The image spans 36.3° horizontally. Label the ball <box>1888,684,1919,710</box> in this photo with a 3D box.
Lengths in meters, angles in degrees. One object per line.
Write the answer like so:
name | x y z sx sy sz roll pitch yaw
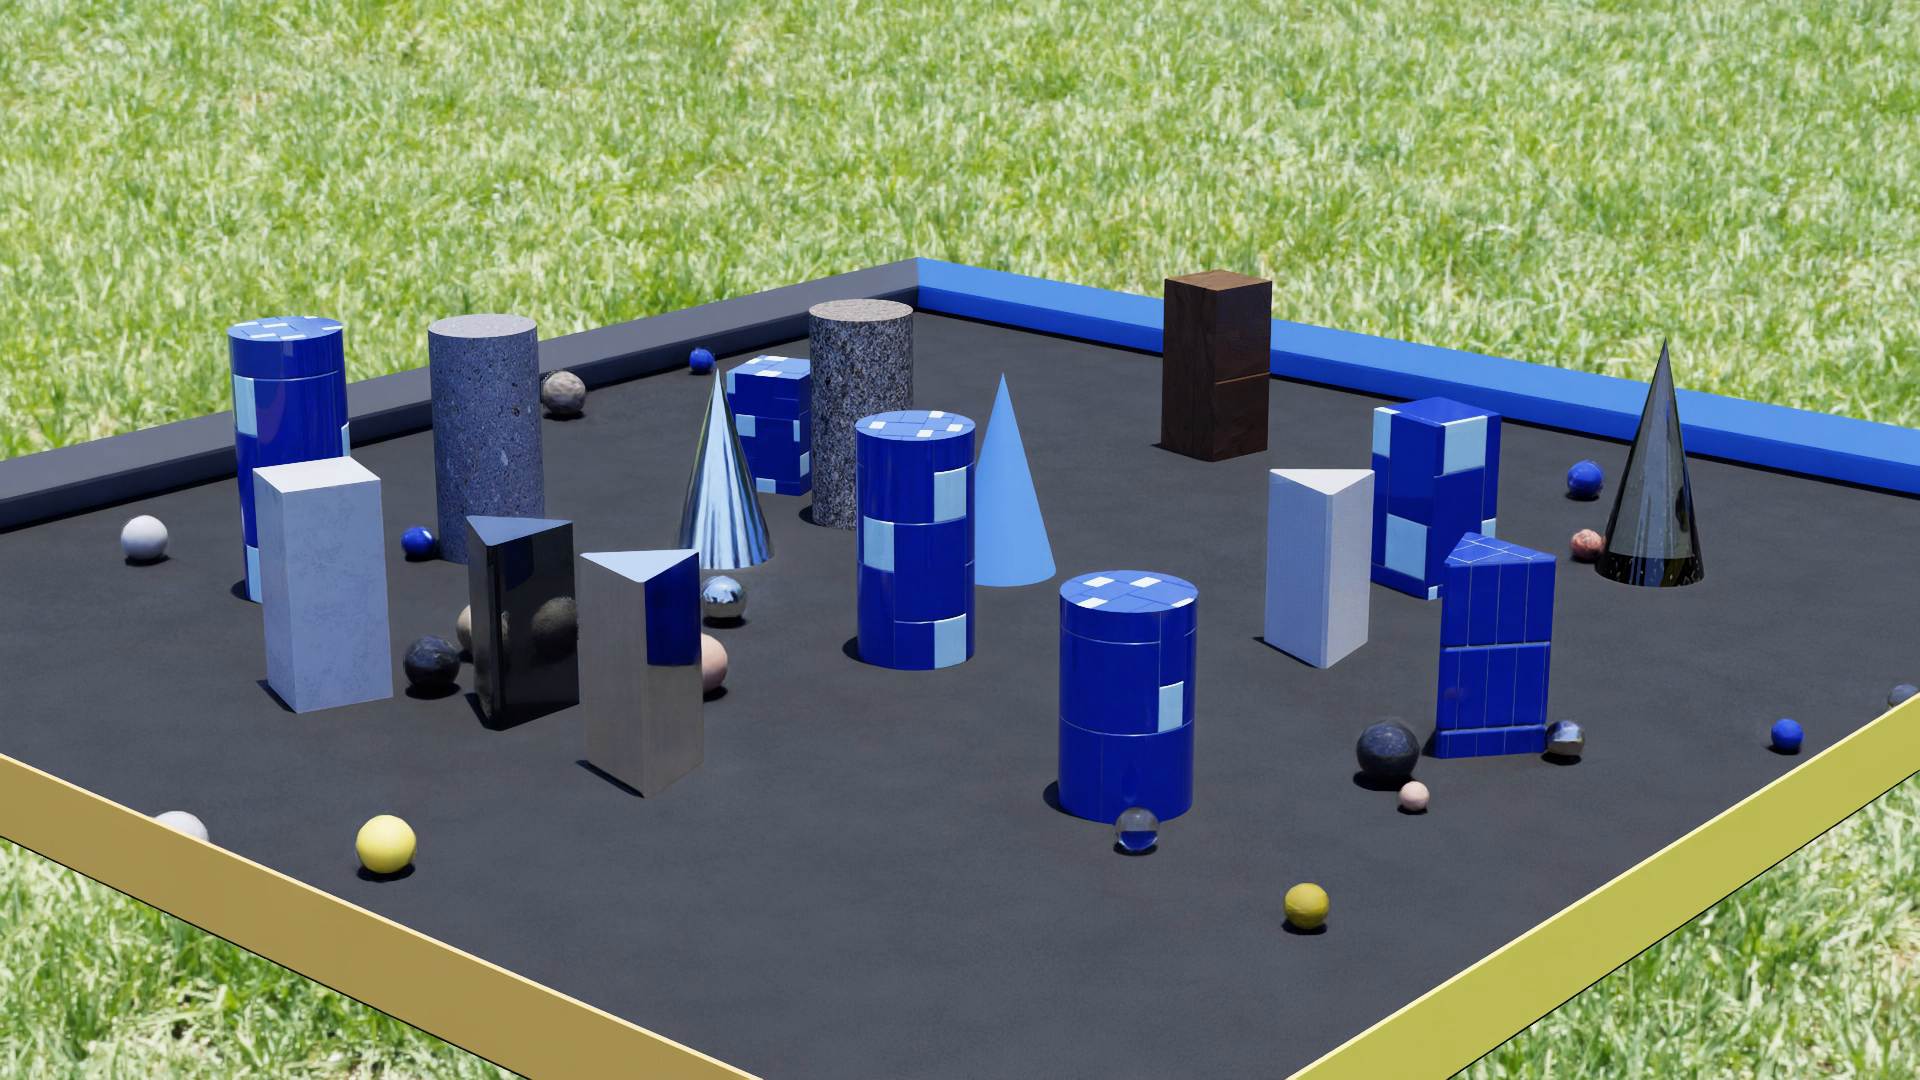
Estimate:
ball | 1.462 0.248 4.536 0.051 0.051 0.051 0 17 0

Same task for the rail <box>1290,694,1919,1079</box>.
rail | 1.212 0.336 4.113 0.045 0.126 3.425 14 22 39

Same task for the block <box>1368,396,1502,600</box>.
block | 0.833 -0.075 5.157 0.155 0.311 0.155 -12 20 -34

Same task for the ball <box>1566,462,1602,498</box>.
ball | 1.218 -0.118 5.718 0.069 0.069 0.069 0 17 0

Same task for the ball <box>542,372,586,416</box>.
ball | -0.854 -0.315 6.326 0.096 0.096 0.096 0 17 0

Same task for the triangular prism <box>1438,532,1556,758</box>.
triangular prism | 0.782 0.155 4.408 0.168 0.304 0.146 -3 17 -9

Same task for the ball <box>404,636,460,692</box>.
ball | -0.835 0.197 4.643 0.088 0.088 0.088 0 17 0

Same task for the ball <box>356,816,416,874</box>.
ball | -0.774 0.410 3.951 0.079 0.079 0.079 0 17 0

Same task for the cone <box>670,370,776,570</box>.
cone | -0.435 -0.142 5.315 0.194 0.349 0.194 0 17 0

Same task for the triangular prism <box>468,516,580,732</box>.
triangular prism | -0.707 0.118 4.542 0.146 0.296 0.168 14 22 38

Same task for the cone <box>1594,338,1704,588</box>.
cone | 1.237 -0.151 5.201 0.194 0.432 0.194 0 17 0

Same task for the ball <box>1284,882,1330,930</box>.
ball | 0.447 0.472 3.780 0.059 0.059 0.059 0 17 0

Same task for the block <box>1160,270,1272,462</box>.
block | 0.526 -0.360 6.023 0.155 0.356 0.155 -13 21 -37

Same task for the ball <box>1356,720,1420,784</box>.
ball | 0.622 0.308 4.268 0.092 0.092 0.092 0 17 0

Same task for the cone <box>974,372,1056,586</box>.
cone | 0.076 -0.121 5.216 0.194 0.364 0.194 0 17 0

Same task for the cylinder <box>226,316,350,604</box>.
cylinder | -1.155 -0.137 5.087 0.194 0.470 0.194 0 17 0

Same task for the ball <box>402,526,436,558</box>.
ball | -0.983 0.005 5.331 0.058 0.058 0.058 0 17 0

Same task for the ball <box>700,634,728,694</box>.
ball | -0.415 0.196 4.630 0.097 0.097 0.097 0 17 0

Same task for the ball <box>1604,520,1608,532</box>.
ball | 1.217 -0.019 5.403 0.061 0.061 0.061 0 17 0

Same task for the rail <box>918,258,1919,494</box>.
rail | 1.107 -0.337 6.341 3.258 0.126 0.045 14 22 39

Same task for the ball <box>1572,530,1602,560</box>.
ball | 1.138 0.009 5.322 0.055 0.055 0.055 0 17 0

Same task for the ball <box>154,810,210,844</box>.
ball | -1.054 0.408 3.942 0.088 0.088 0.088 0 17 0

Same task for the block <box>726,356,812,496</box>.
block | -0.354 -0.227 5.792 0.155 0.235 0.155 7 18 21

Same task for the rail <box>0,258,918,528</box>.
rail | -1.212 -0.272 6.128 0.045 0.126 3.425 14 22 39

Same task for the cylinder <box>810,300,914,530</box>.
cylinder | -0.185 -0.237 5.538 0.194 0.402 0.194 0 17 0

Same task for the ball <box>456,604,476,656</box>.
ball | -0.778 0.145 4.803 0.094 0.094 0.094 0 17 0

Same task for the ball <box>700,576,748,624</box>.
ball | -0.401 0.101 4.973 0.081 0.081 0.081 0 17 0

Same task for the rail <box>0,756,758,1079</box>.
rail | -1.107 0.400 3.899 3.258 0.126 0.045 14 22 39

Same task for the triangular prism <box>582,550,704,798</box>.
triangular prism | -0.440 0.183 4.273 0.146 0.326 0.168 -12 21 -35

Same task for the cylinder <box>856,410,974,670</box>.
cylinder | -0.072 -0.001 4.783 0.194 0.385 0.194 0 17 0

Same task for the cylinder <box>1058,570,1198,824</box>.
cylinder | 0.237 0.222 4.166 0.194 0.314 0.194 0 17 0

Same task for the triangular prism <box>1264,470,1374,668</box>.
triangular prism | 0.571 0.037 4.816 0.146 0.294 0.168 10 19 30

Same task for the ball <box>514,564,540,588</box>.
ball | -0.762 0.064 5.159 0.043 0.043 0.043 0 17 0

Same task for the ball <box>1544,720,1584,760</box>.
ball | 0.899 0.297 4.359 0.059 0.059 0.059 0 17 0

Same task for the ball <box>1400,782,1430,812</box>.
ball | 0.646 0.364 4.166 0.042 0.042 0.042 0 17 0

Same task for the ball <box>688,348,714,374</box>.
ball | -0.592 -0.410 6.707 0.057 0.057 0.057 0 17 0

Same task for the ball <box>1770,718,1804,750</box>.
ball | 1.240 0.292 4.396 0.048 0.048 0.048 0 17 0

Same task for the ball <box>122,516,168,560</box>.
ball | -1.477 -0.003 5.315 0.082 0.082 0.082 0 17 0

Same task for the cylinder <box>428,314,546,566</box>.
cylinder | -0.857 -0.183 5.322 0.194 0.422 0.194 0 17 0

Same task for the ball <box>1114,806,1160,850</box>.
ball | 0.243 0.396 4.029 0.061 0.061 0.061 0 17 0

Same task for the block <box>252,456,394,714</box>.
block | -1.000 0.068 4.603 0.155 0.357 0.155 -9 19 -28
